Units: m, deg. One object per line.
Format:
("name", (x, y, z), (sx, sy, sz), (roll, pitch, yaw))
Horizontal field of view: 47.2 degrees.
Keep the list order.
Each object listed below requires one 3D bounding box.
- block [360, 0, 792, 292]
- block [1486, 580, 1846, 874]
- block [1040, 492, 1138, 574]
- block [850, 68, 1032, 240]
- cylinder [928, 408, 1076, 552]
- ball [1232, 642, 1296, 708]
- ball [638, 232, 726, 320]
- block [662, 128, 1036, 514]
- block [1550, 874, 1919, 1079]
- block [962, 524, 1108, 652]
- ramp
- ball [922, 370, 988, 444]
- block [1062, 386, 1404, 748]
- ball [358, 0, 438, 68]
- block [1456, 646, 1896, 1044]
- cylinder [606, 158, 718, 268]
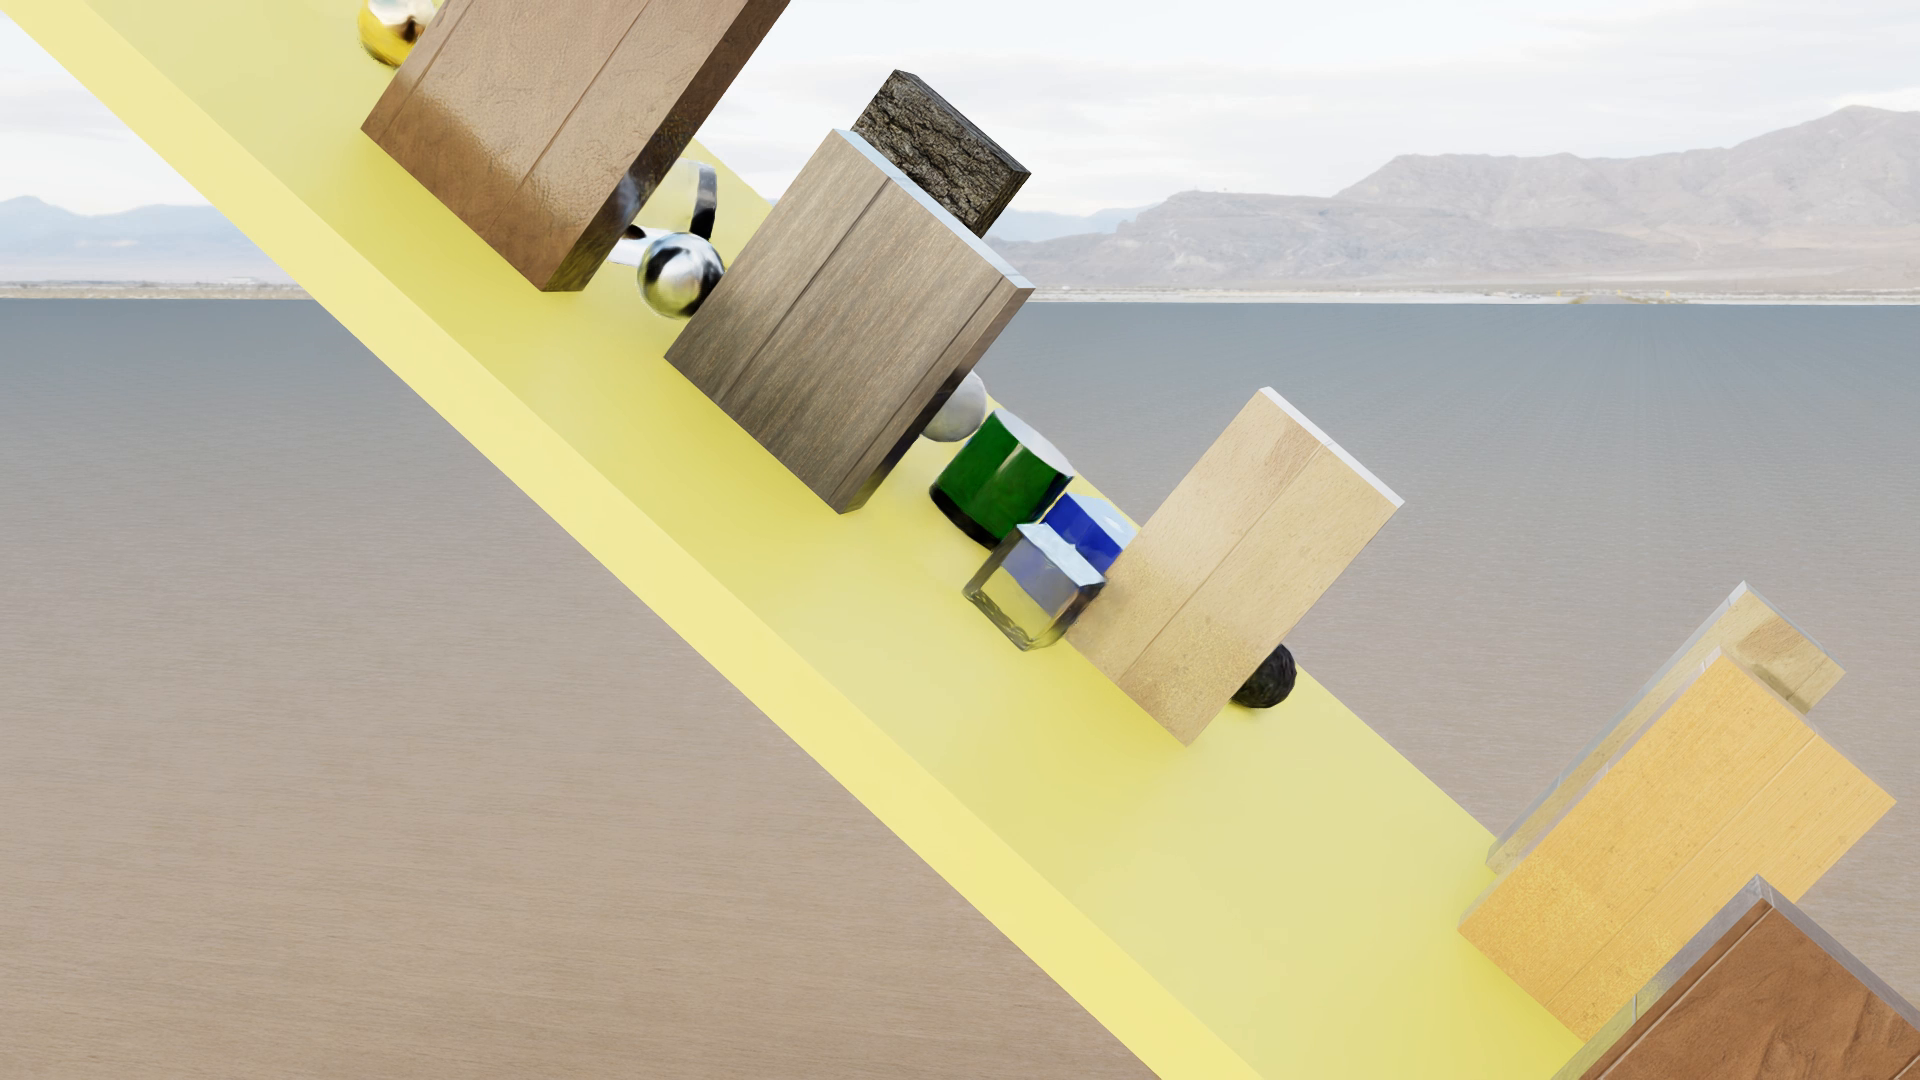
("block", (-0.599, -0.821, 3.587), (0.423, 0.722, 0.148), (42, 16, 9))
("block", (1.435, 0.458, 4.506), (0.246, 0.772, 0.143), (42, 16, 9))
("block", (0.237, 0.037, 4.107), (0.169, 0.169, 0.169), (47, 18, 25))
("block", (-0.141, -0.687, 4.642), (0.332, 0.493, 0.139), (42, 16, 9))
("cylinder", (0.077, -0.107, 4.041), (0.193, 0.193, 0.193), (38, 14, -11))
("ball", (0.589, 0.260, 4.322), (0.143, 0.143, 0.143), (0, 7, 0))
("ball", (-0.475, -0.450, 3.748), (0.149, 0.149, 0.149), (0, 7, 0))
("block", (-0.188, -0.363, 3.679), (0.409, 0.487, 0.110), (42, 16, 9))
("block", (0.958, 0.770, 2.912), (0.290, 0.612, 0.120), (42, 16, 9))
("block", (0.129, 0.080, 3.784), (0.152, 0.152, 0.152), (44, 17, 15))
("ramp", (0.000, 0.048, 4.040), (4.000, 0.100, 2.000), (42, 16, 9))
("ball", (-0.025, -0.251, 4.006), (0.150, 0.150, 0.150), (0, 7, 0))
("block", (0.473, 0.048, 3.877), (0.311, 0.565, 0.113), (42, 16, 9))
("ball", (-1.021, -0.936, 4.008), (0.148, 0.148, 0.148), (0, 7, 0))
("block", (1.285, 0.581, 3.982), (0.385, 0.697, 0.105), (42, 16, 9))
("cylinder", (-0.560, -0.582, 3.865), (0.207, 0.207, 0.207), (10, 2, -25))
